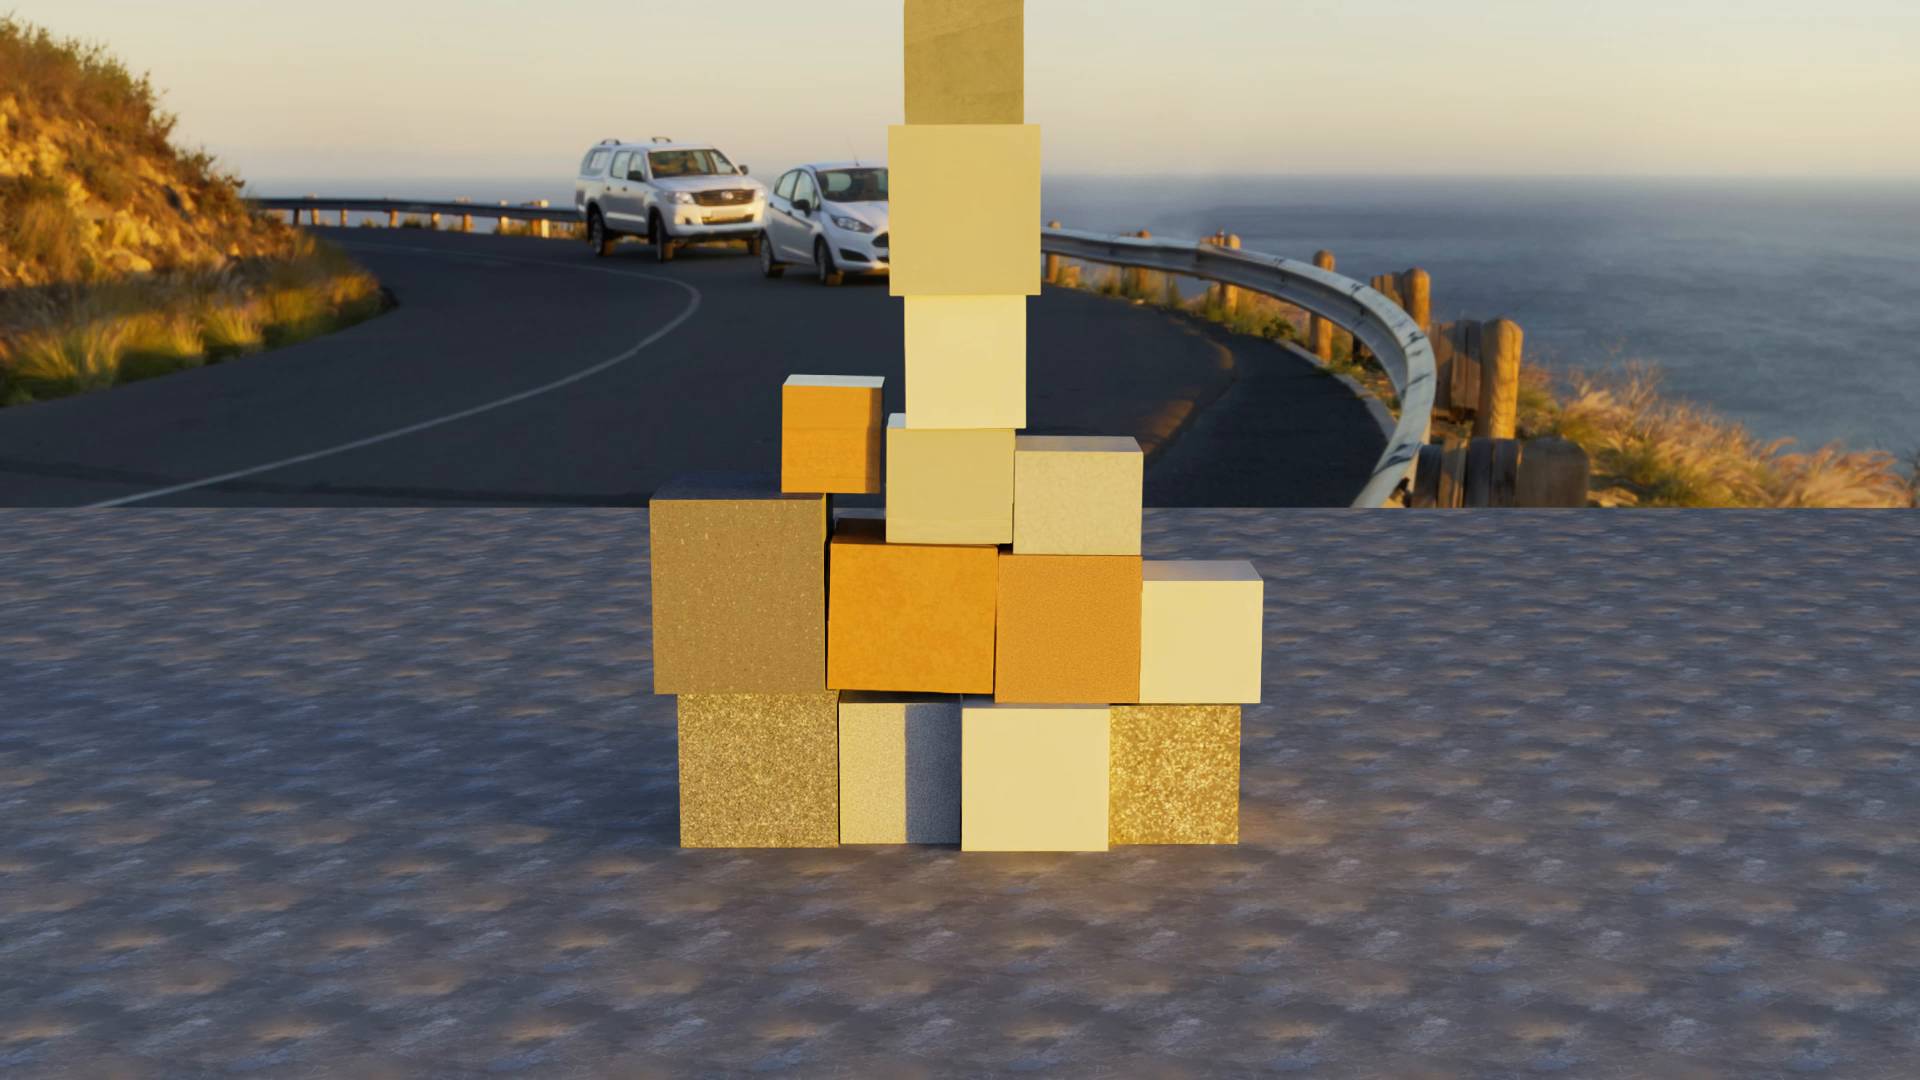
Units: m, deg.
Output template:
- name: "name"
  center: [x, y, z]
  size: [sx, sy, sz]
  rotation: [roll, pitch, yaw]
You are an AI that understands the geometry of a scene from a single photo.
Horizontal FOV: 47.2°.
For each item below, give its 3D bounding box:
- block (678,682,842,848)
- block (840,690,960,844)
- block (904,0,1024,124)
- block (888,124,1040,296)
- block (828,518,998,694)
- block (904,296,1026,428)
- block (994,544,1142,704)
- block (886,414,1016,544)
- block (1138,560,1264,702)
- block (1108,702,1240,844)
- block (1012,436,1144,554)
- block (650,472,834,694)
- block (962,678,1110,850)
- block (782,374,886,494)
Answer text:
- name: "block"
  center: [-1.009, 1.074, 11.392]
  size: [0.789, 0.811, 0.814]
  rotation: [0, 10, 0]
- name: "block"
  center: [-0.303, 1.114, 11.400]
  size: [0.604, 0.729, 0.690]
  rotation: [0, 10, 0]
- name: "block"
  center: [0.019, -2.352, 10.765]
  size: [0.571, 0.631, 0.605]
  rotation: [0, 10, 0]
- name: "block"
  center: [0.023, -1.639, 10.868]
  size: [0.727, 0.810, 0.678]
  rotation: [0, 10, 0]
- name: "block"
  center: [-0.238, 0.325, 11.254]
  size: [0.822, 0.735, 0.753]
  rotation: [2, 10, 0]
- name: "block"
  center: [0.027, -0.919, 10.998]
  size: [0.586, 0.651, 0.590]
  rotation: [0, 10, 0]
- name: "block"
  center: [0.538, 0.387, 11.256]
  size: [0.717, 0.746, 0.662]
  rotation: [1, 10, 0]
- name: "block"
  center: [-0.048, -0.318, 11.131]
  size: [0.631, 0.573, 0.570]
  rotation: [1, 10, 0]
- name: "block"
  center: [1.203, 0.463, 11.256]
  size: [0.609, 0.625, 0.538]
  rotation: [0, 10, 0]
- name: "block"
  center: [1.077, 1.121, 11.391]
  size: [0.653, 0.718, 0.689]
  rotation: [0, 10, 0]
- name: "block"
  center: [0.583, -0.234, 11.150]
  size: [0.631, 0.514, 0.586]
  rotation: [1, 10, 0]
- name: "block"
  center: [-1.089, 0.199, 11.220]
  size: [0.837, 0.972, 0.931]
  rotation: [0, 10, 0]
- name: "block"
  center: [0.377, 1.117, 11.370]
  size: [0.732, 0.731, 0.873]
  rotation: [0, 10, 0]
- name: "block"
  center: [-0.634, -0.540, 11.096]
  size: [0.485, 0.528, 0.508]
  rotation: [1, 10, 0]
